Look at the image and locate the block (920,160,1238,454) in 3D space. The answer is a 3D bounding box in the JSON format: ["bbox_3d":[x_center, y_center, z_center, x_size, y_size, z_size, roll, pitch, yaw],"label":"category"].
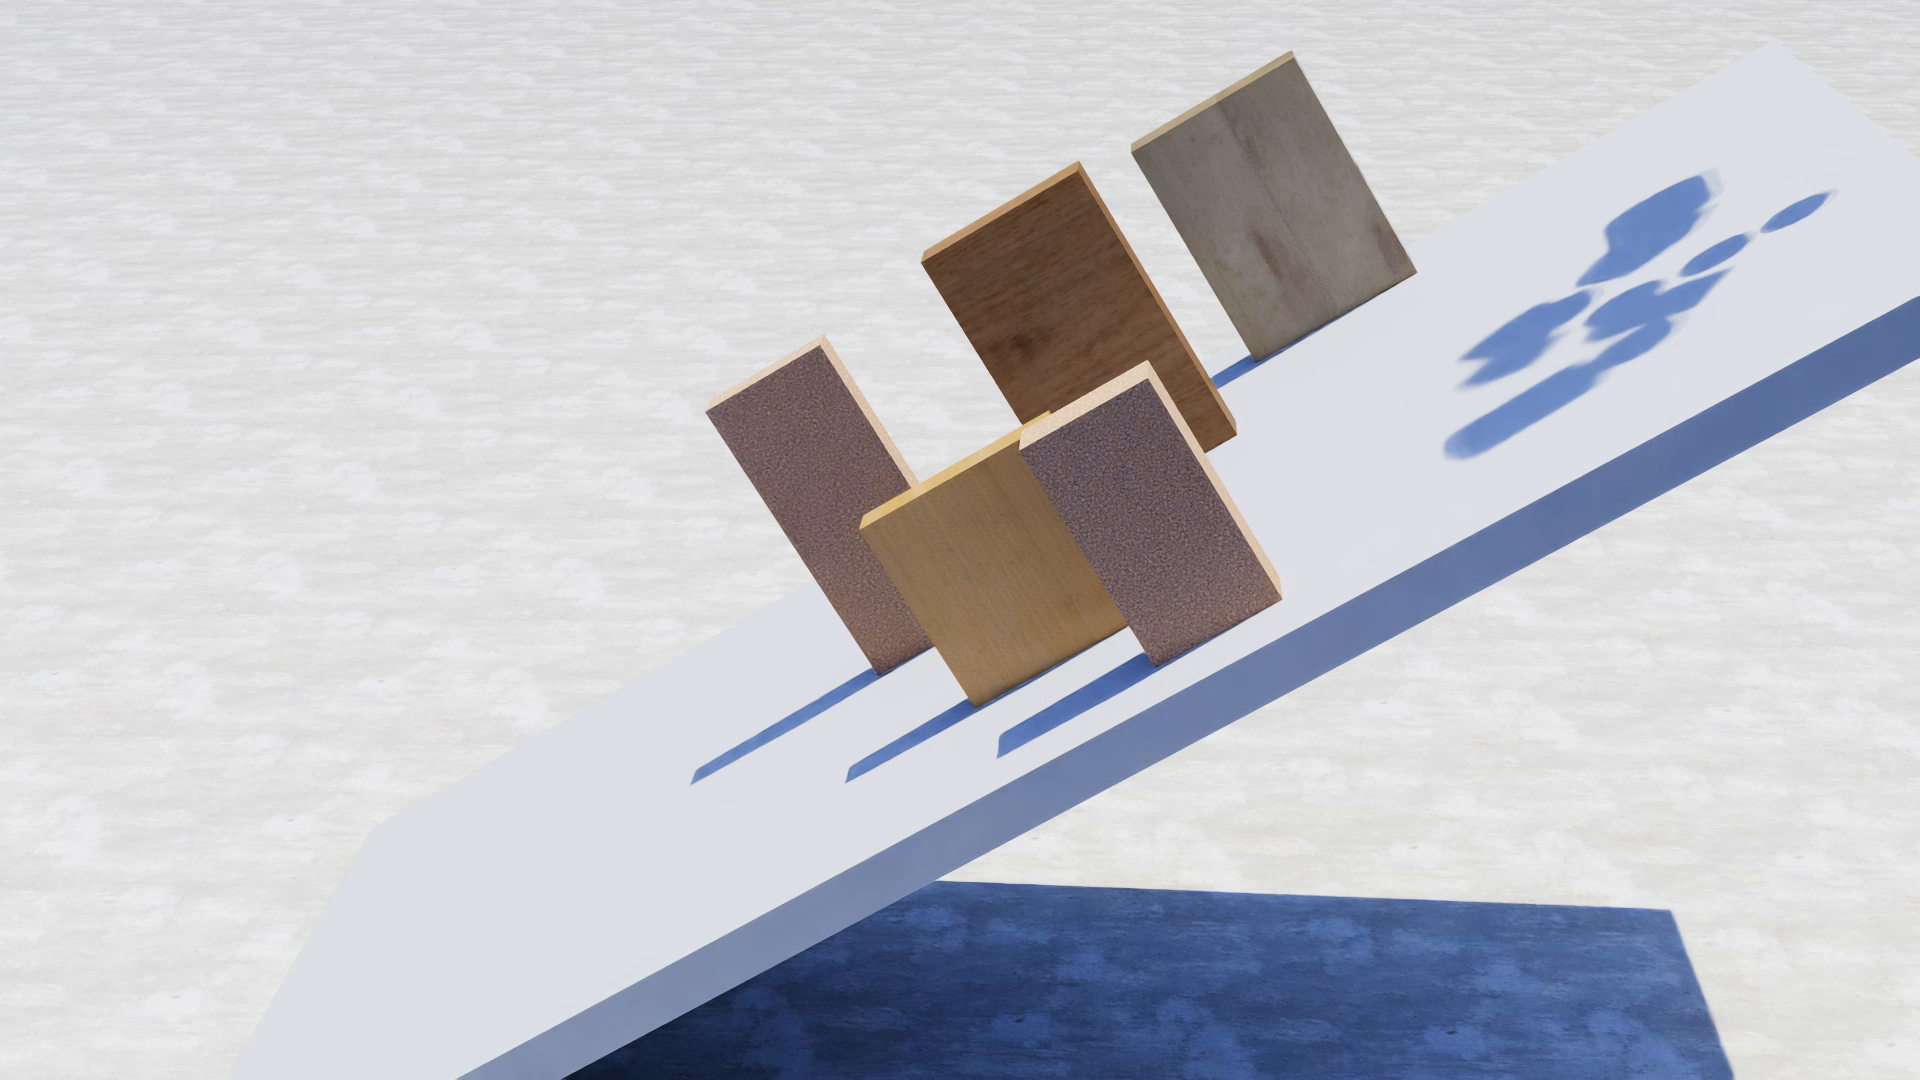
[{"bbox_3d":[0.263,-0.431,6.425,0.394,0.681,0.108,-29,15,13],"label":"block"}]

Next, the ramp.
[{"bbox_3d":[0.141,0.169,6.288,4.000,0.100,2.000,-29,15,13],"label":"ramp"}]

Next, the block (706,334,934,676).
[{"bbox_3d":[-0.231,-0.070,6.265,0.287,0.689,0.088,-29,15,13],"label":"block"}]

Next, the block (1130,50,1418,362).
[{"bbox_3d":[0.722,-0.763,6.761,0.424,0.576,0.102,-29,15,13],"label":"block"}]

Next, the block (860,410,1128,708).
[{"bbox_3d":[0.101,0.041,5.731,0.424,0.432,0.087,-29,15,13],"label":"block"}]

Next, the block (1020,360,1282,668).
[{"bbox_3d":[0.351,-0.046,5.386,0.268,0.487,0.119,-29,15,13],"label":"block"}]
